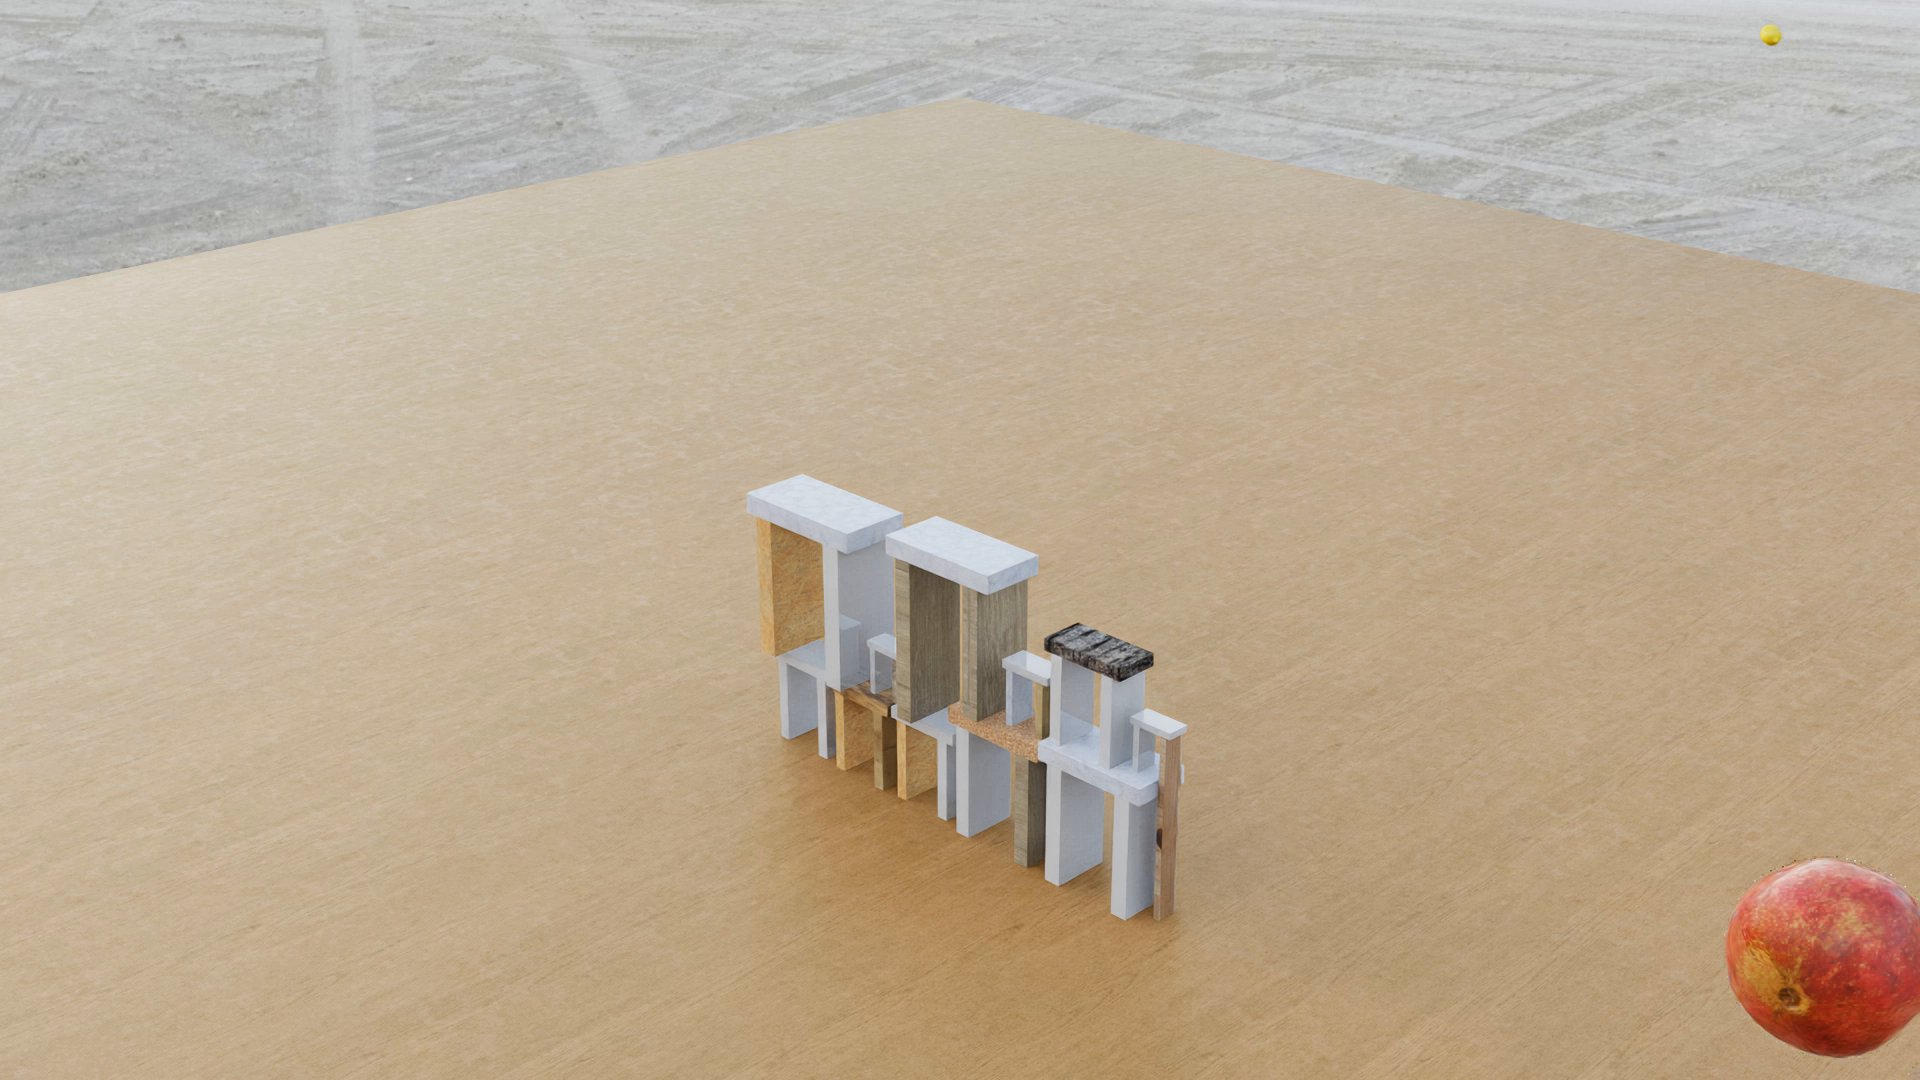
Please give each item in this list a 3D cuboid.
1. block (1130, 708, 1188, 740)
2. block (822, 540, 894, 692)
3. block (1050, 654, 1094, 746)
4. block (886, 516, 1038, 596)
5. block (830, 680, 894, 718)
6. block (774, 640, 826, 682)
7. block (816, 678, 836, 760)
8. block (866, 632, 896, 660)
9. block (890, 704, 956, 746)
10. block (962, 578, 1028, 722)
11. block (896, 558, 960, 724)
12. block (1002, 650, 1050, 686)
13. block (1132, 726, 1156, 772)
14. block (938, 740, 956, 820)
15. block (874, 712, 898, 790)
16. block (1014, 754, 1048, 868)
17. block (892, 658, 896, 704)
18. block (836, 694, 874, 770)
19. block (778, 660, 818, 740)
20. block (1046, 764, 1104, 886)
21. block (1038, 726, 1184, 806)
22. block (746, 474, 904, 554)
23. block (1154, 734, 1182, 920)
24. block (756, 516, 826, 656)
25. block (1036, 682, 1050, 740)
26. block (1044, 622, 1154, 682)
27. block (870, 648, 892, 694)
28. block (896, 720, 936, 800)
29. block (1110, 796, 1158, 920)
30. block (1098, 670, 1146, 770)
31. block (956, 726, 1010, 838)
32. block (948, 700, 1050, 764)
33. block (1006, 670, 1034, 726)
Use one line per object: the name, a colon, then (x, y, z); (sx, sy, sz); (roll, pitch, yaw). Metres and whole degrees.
block: (0.359, 0.333, 3.980); (0.095, 0.013, 0.047); (21, 31, 41)
block: (-0.206, 0.139, 4.515); (0.154, 0.317, 0.044); (-21, 31, -41)
block: (0.210, 0.285, 4.115); (0.026, 0.185, 0.093); (21, 31, 41)
block: (0.002, 0.028, 4.235); (0.277, 0.039, 0.139); (21, 31, 41)
block: (-0.178, 0.312, 4.543); (0.088, 0.025, 0.175); (-21, 31, -40)
block: (-0.302, 0.251, 4.666); (0.092, 0.026, 0.184); (-21, 31, -41)
block: (-0.258, 0.364, 4.667); (0.026, 0.184, 0.092); (21, 31, 41)
block: (-0.138, 0.217, 4.462); (0.050, 0.014, 0.099); (-20, 30, -39)
block: (-0.046, 0.360, 4.429); (0.176, 0.025, 0.088); (21, 31, 41)
block: (0.068, 0.199, 4.237); (0.039, 0.277, 0.139); (21, 31, 41)
block: (-0.063, 0.181, 4.371); (0.039, 0.349, 0.139); (21, 31, 41)
block: (0.142, 0.243, 4.168); (0.059, 0.017, 0.117); (-21, 31, -41)
block: (0.337, 0.374, 4.021); (0.013, 0.095, 0.047); (21, 31, 41)
block: (-0.005, 0.469, 4.430); (0.025, 0.176, 0.088); (21, 31, 41)
block: (-0.137, 0.421, 4.544); (0.025, 0.175, 0.088); (21, 31, 41)
block: (0.160, 0.505, 4.265); (0.034, 0.239, 0.120); (21, 31, 41)
block: (-0.115, 0.279, 4.462); (0.049, 0.099, 0.014); (-21, 30, -41)
block: (-0.220, 0.389, 4.620); (0.088, 0.175, 0.025); (-21, 31, -41)
block: (-0.345, 0.330, 4.747); (0.026, 0.184, 0.092); (21, 31, 40)
block: (0.220, 0.523, 4.205); (0.036, 0.252, 0.126); (21, 31, 41)
block: (0.280, 0.414, 4.094); (0.252, 0.036, 0.126); (21, 31, 41)
block: (-0.279, -0.056, 4.511); (0.308, 0.044, 0.154); (21, 31, 41)
block: (0.382, 0.524, 4.036); (0.013, 0.382, 0.047); (21, 31, 41)
block: (-0.352, 0.078, 4.647); (0.154, 0.308, 0.044); (-21, 31, -41)
block: (0.170, 0.315, 4.169); (0.017, 0.117, 0.058); (21, 31, 41)
block: (0.254, 0.205, 4.033); (0.185, 0.026, 0.093); (21, 31, 41)
block: (-0.161, 0.261, 4.505); (0.049, 0.100, 0.014); (-21, 30, -40)
block: (-0.088, 0.436, 4.506); (0.025, 0.176, 0.088); (21, 31, 41)
block: (0.339, 0.570, 4.095); (0.036, 0.252, 0.126); (21, 31, 41)
block: (0.298, 0.319, 4.034); (0.026, 0.185, 0.093); (21, 31, 41)
block: (0.047, 0.461, 4.368); (0.034, 0.239, 0.120); (21, 31, 41)
block: (0.103, 0.357, 4.263); (0.239, 0.034, 0.120); (21, 31, 41)
block: (0.115, 0.294, 4.219); (0.017, 0.117, 0.058); (21, 31, 41)
